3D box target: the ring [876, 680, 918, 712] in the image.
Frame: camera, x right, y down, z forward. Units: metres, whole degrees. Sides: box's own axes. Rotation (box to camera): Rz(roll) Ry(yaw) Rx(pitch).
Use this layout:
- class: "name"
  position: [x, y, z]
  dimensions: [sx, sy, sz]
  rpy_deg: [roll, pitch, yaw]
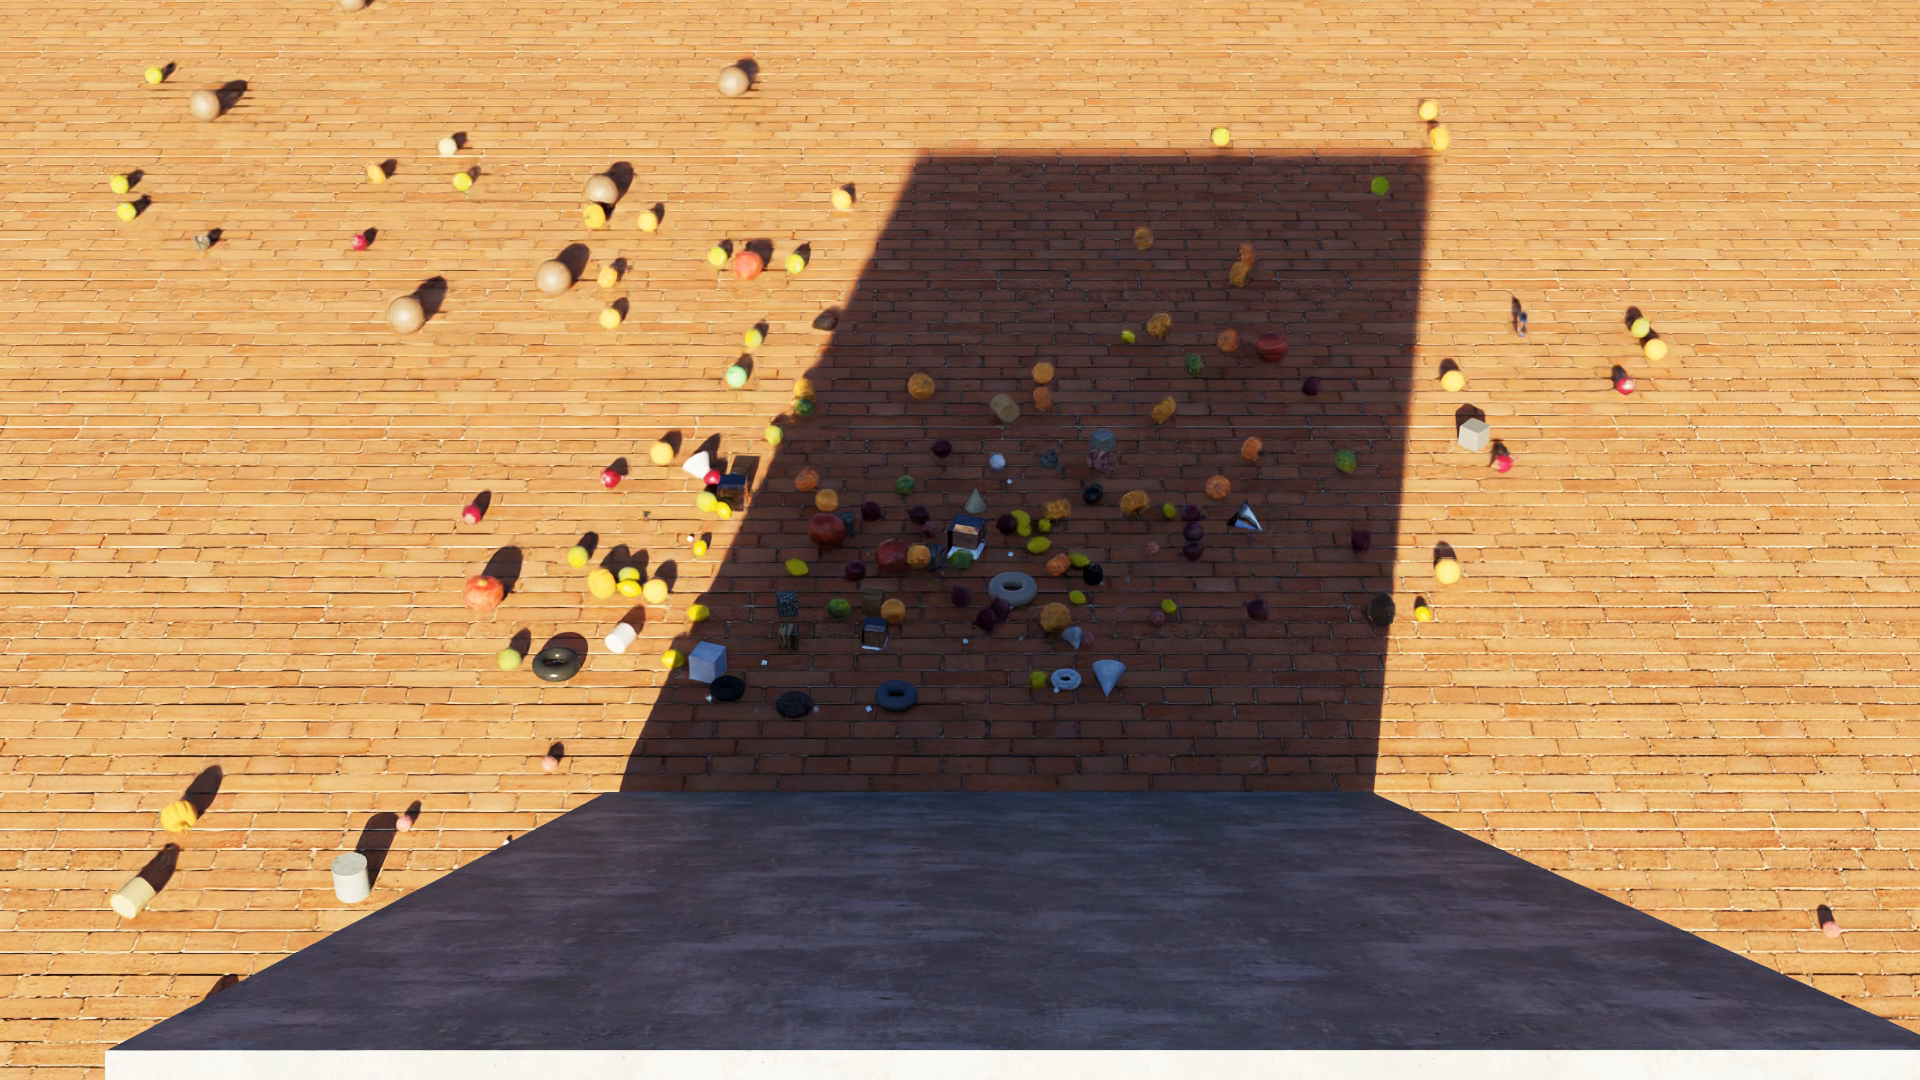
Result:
- class: "ring"
  position: [-0.177, 0.434, 7.244]
  dimensions: [0.120, 0.040, 0.120]
  rpy_deg: [1, 34, -1]

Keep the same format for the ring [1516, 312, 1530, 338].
- class: "ring"
  position: [1.929, -0.737, 8.903]
  dimensions: [0.030, 0.091, 0.091]
  rpy_deg: [15, 36, 7]

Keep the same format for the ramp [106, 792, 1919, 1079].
- class: "ramp"
  position: [0.076, 0.656, 4.804]
  dimensions: [2.000, 0.100, 4.000]
  rpy_deg: [0, -2, 0]

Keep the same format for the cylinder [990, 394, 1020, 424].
- class: "cylinder"
  position: [0.146, -0.430, 8.484]
  dimensions: [0.071, 0.071, 0.071]
  rpy_deg: [-15, 37, -21]

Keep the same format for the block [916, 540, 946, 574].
- class: "block"
  position: [-0.088, 0.051, 7.785]
  dimensions: [0.064, 0.064, 0.064]
  rpy_deg: [18, 38, 24]

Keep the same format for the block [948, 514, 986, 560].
- class: "block"
  position: [0.020, -0.009, 7.848]
  dimensions: [0.092, 0.092, 0.092]
  rpy_deg: [9, 35, 13]

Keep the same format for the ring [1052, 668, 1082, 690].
- class: "ring"
  position: [0.299, 0.393, 7.315]
  dimensions: [0.085, 0.028, 0.085]
  rpy_deg: [-1, 35, 1]

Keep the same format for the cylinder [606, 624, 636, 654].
- class: "cylinder"
  position: [-0.973, 0.282, 7.447]
  dimensions: [0.063, 0.063, 0.063]
  rpy_deg: [15, 37, 21]

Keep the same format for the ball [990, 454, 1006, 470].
- class: "ball"
  position: [0.119, -0.245, 8.230]
  dimensions: [0.052, 0.052, 0.052]
  rpy_deg: [0, 34, 0]

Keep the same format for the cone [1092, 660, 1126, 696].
- class: "cone"
  position: [0.415, 0.399, 7.293]
  dimensions: [0.094, 0.094, 0.094]
  rpy_deg: [3, 61, 5]

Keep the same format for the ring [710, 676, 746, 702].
- class: "ring"
  position: [-0.652, 0.416, 7.278]
  dimensions: [0.100, 0.033, 0.100]
  rpy_deg: [-1, 34, 1]

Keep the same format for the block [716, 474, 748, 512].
- class: "block"
  position: [-0.706, -0.146, 8.058]
  dimensions: [0.082, 0.082, 0.082]
  rpy_deg: [3, 34, 4]

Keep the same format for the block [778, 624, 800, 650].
- class: "block"
  position: [-0.492, 0.278, 7.460]
  dimensions: [0.055, 0.055, 0.055]
  rpy_deg: [2, 34, 2]

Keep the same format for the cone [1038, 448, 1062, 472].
- class: "cone"
  position: [0.299, -0.242, 8.242]
  dimensions: [0.073, 0.073, 0.073]
  rpy_deg: [45, 49, 13]

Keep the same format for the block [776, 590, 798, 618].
- class: "block"
  position: [-0.505, 0.187, 7.593]
  dimensions: [0.055, 0.055, 0.055]
  rpy_deg: [-7, 35, -10]

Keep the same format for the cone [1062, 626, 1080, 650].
- class: "cone"
  position: [0.330, 0.291, 7.466]
  dimensions: [0.060, 0.060, 0.060]
  rpy_deg: [-14, 68, -19]

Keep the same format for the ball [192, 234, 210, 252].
- class: "ball"
  position: [-2.760, -1.081, 9.448]
  dimensions: [0.061, 0.061, 0.061]
  rpy_deg: [0, 34, 0]

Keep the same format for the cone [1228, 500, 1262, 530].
- class: "cone"
  position: [0.888, -0.057, 7.960]
  dimensions: [0.098, 0.098, 0.098]
  rpy_deg: [37, 42, 5]

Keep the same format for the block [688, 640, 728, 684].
- class: "block"
  position: [-0.712, 0.346, 7.338]
  dimensions: [0.079, 0.079, 0.079]
  rpy_deg: [11, 36, 16]

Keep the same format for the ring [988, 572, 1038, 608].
- class: "ring"
  position: [0.155, 0.145, 7.660]
  dimensions: [0.148, 0.049, 0.148]
  rpy_deg: [-1, 35, 1]

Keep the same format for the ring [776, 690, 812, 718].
- class: "ring"
  position: [-0.461, 0.457, 7.216]
  dimensions: [0.105, 0.035, 0.105]
  rpy_deg: [0, 33, 0]

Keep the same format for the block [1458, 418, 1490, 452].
- class: "block"
  position: [1.654, -0.338, 8.351]
  dimensions: [0.070, 0.070, 0.070]
  rpy_deg: [28, 43, 34]

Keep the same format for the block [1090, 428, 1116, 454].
- class: "block"
  position: [0.458, -0.313, 8.324]
  dimensions: [0.058, 0.058, 0.058]
  rpy_deg: [-25, 42, -32]

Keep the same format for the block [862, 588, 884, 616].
- class: "block"
  position: [-0.254, 0.181, 7.599]
  dimensions: [0.058, 0.058, 0.058]
  rpy_deg: [5, 35, 7]

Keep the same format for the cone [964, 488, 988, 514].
- class: "cone"
  position: [0.048, -0.132, 8.044]
  dimensions: [0.074, 0.074, 0.074]
  rpy_deg: [0, 34, 0]

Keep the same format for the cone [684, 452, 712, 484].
- class: "cone"
  position: [-0.808, -0.213, 8.192]
  dimensions: [0.094, 0.094, 0.094]
  rpy_deg: [-24, 67, -30]

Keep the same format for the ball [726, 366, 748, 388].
- class: "ball"
  position: [-0.745, -0.545, 8.653]
  dimensions: [0.072, 0.072, 0.072]
  rpy_deg: [0, 34, 0]

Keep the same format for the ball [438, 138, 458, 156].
- class: "ball"
  position: [-1.991, -1.529, 10.092]
  dimensions: [0.075, 0.075, 0.075]
  rpy_deg: [0, 34, 0]

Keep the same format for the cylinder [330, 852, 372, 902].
- class: "cylinder"
  position: [-1.543, 0.856, 6.581]
  dimensions: [0.090, 0.090, 0.090]
  rpy_deg: [0, 34, 0]

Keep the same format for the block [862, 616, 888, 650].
- class: "block"
  position: [-0.244, 0.269, 7.464]
  dimensions: [0.065, 0.065, 0.065]
  rpy_deg: [6, 35, 8]

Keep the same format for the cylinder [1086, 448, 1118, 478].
- class: "cylinder"
  position: [0.450, -0.245, 8.212]
  dimensions: [0.071, 0.071, 0.071]
  rpy_deg: [26, 42, 33]

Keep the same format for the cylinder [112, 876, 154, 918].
- class: "cylinder"
  position: [-2.079, 0.899, 6.531]
  dimensions: [0.074, 0.074, 0.074]
  rpy_deg: [14, 37, 19]

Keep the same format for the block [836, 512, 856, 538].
- class: "block"
  position: [-0.351, -0.048, 7.937]
  dimensions: [0.056, 0.056, 0.056]
  rpy_deg: [2, 34, 2]

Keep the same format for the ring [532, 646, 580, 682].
- class: "ring"
  position: [-1.144, 0.352, 7.359]
  dimensions: [0.139, 0.046, 0.139]
  rpy_deg: [1, 35, -1]
